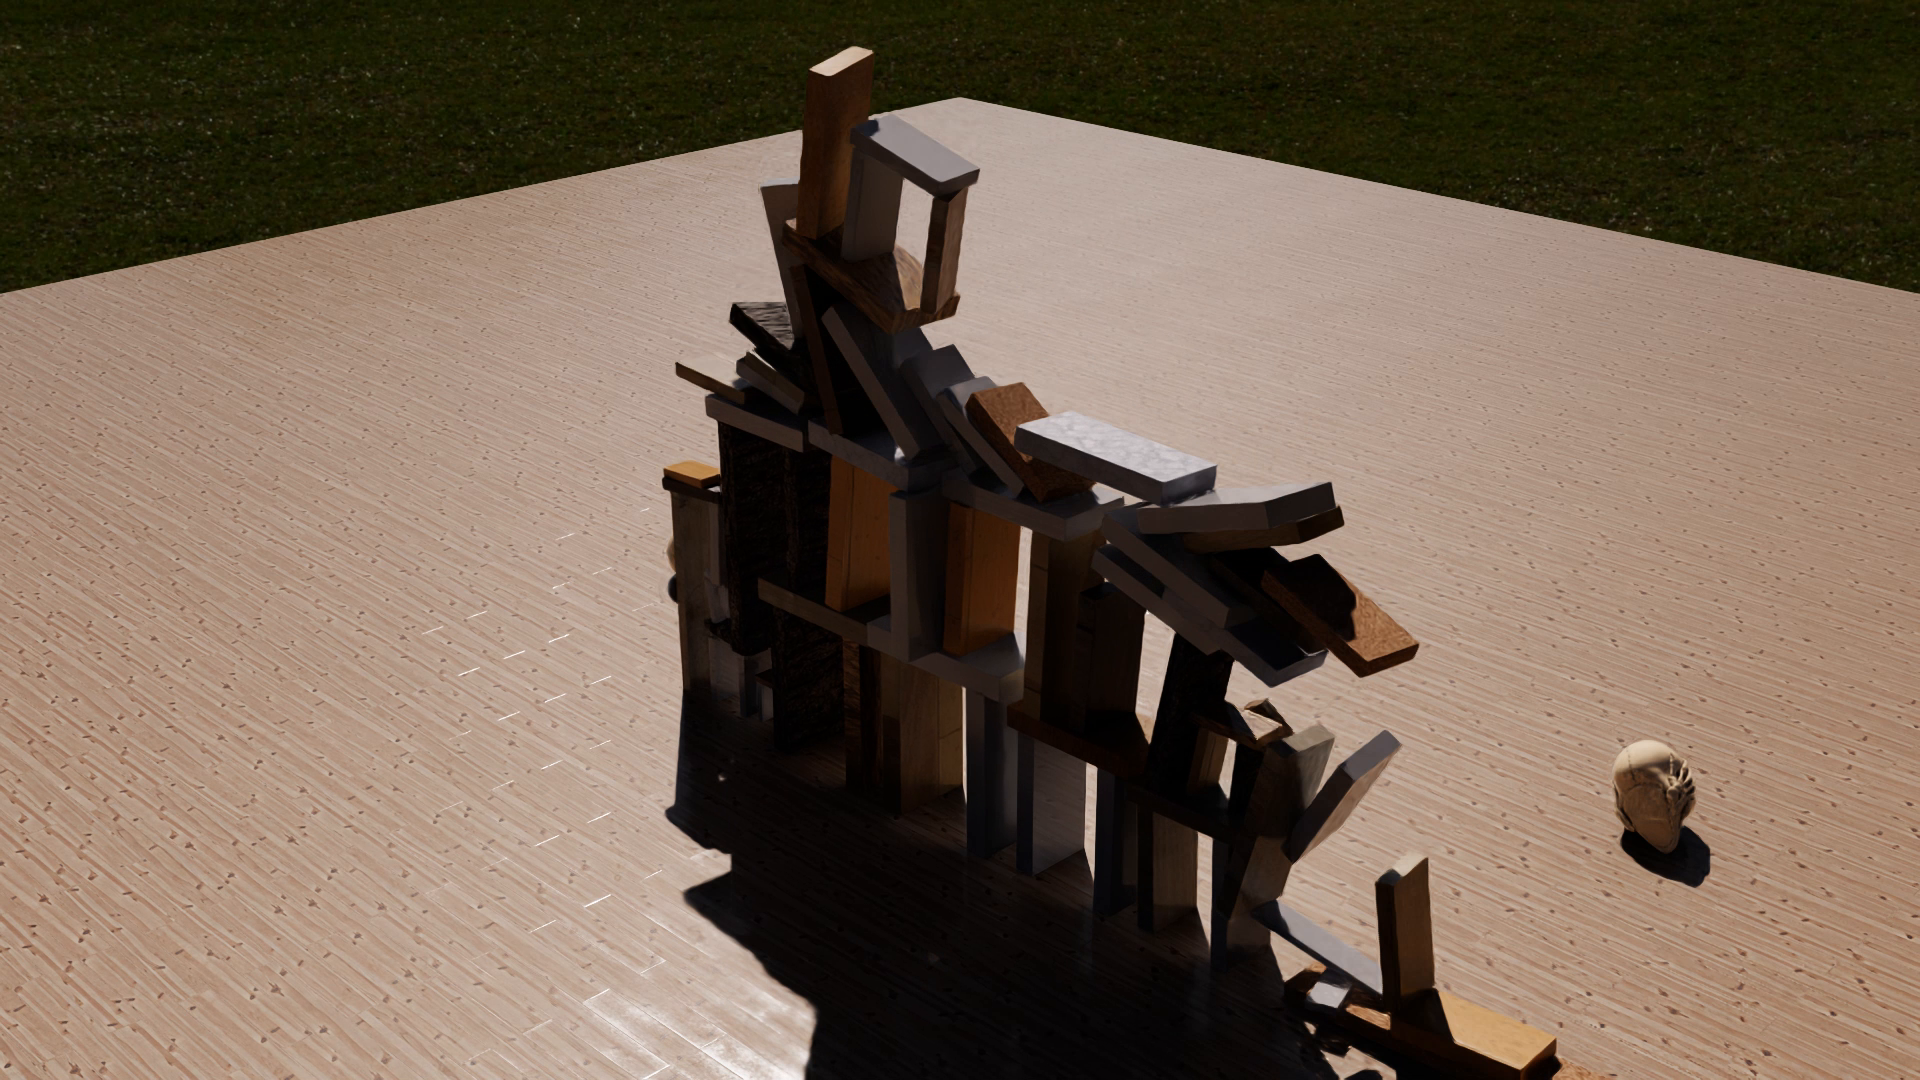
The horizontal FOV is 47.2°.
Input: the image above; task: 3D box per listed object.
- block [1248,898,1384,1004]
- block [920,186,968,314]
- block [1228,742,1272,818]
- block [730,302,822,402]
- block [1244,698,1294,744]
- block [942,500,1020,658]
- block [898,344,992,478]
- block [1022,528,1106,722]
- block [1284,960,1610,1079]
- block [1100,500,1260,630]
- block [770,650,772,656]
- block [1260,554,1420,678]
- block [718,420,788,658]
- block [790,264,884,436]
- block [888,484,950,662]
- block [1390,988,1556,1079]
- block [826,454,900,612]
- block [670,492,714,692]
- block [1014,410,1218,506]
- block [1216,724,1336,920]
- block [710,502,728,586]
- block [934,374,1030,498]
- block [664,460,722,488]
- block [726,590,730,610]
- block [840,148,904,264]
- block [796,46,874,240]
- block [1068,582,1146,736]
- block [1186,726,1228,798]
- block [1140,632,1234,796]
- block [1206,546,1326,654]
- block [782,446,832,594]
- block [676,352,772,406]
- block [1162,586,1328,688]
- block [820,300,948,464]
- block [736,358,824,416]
[{"bbox_3d":[0.650,0.721,3.853,0.316,0.016,0.058,31,41,33],"label":"block"},{"bbox_3d":[-0.029,-0.532,3.990,0.031,0.220,0.110,16,32,13],"label":"block"},{"bbox_3d":[0.508,0.408,3.849,0.074,0.148,0.021,-21,36,-39],"label":"block"},{"bbox_3d":[-0.295,-0.380,4.484,0.162,0.046,0.449,-5,30,-34],"label":"block"},{"bbox_3d":[0.555,0.332,3.884,0.016,0.115,0.058,-45,11,-29],"label":"block"},{"bbox_3d":[0.043,0.054,4.190,0.044,0.313,0.157,24,32,37],"label":"block"},{"bbox_3d":[0.001,-0.244,4.125,0.125,0.035,0.250,-22,74,-41],"label":"block"},{"bbox_3d":[0.194,0.138,4.073,0.157,0.376,0.044,-21,34,-40],"label":"block"},{"bbox_3d":[0.978,0.894,3.548,1.038,0.034,0.121,18,29,42],"label":"block"},{"bbox_3d":[0.405,0.033,3.787,0.157,0.044,0.314,-17,42,-36],"label":"block"},{"bbox_3d":[-0.434,0.284,5.036,0.071,0.020,0.141,-5,33,-12],"label":"block"},{"bbox_3d":[0.614,0.120,3.568,0.123,0.035,0.246,-15,45,-35],"label":"block"},{"bbox_3d":[-0.426,-0.019,4.687,0.155,0.525,0.044,-21,29,-40],"label":"block"},{"bbox_3d":[-0.212,-0.382,4.231,0.164,0.328,0.047,-19,10,-38],"label":"block"},{"bbox_3d":[-0.057,0.051,4.176,0.047,0.331,0.166,20,30,41],"label":"block"},{"bbox_3d":[0.851,0.823,3.651,0.241,0.034,0.121,16,28,39],"label":"block"},{"bbox_3d":[-0.186,-0.040,4.409,0.166,0.348,0.047,-21,36,-40],"label":"block"},{"bbox_3d":[-0.584,0.104,4.896,0.027,0.482,0.096,21,31,40],"label":"block"},{"bbox_3d":[0.272,-0.147,3.884,0.331,0.044,0.157,23,27,36],"label":"block"},{"bbox_3d":[0.543,0.489,3.795,0.132,0.363,0.037,-16,41,-37],"label":"block"},{"bbox_3d":[-0.495,-0.006,4.752,0.027,0.193,0.096,21,31,36],"label":"block"},{"bbox_3d":[0.077,-0.194,4.057,0.125,0.035,0.250,-22,62,-41],"label":"block"},{"bbox_3d":[-0.571,-0.142,4.752,0.071,0.020,0.141,-20,25,-37],"label":"block"},{"bbox_3d":[-0.480,0.151,4.807,0.050,0.101,0.014,-18,23,-38],"label":"block"},{"bbox_3d":[-0.159,-0.629,4.070,0.031,0.220,0.110,33,40,32],"label":"block"},{"bbox_3d":[-0.233,-0.738,4.092,0.046,0.324,0.162,21,36,20],"label":"block"},{"bbox_3d":[0.271,0.209,4.026,0.141,0.282,0.040,-20,35,-39],"label":"block"},{"bbox_3d":[0.444,0.381,3.911,0.021,0.148,0.074,30,36,32],"label":"block"},{"bbox_3d":[0.410,0.290,3.895,0.141,0.330,0.040,-22,43,-40],"label":"block"},{"bbox_3d":[0.540,0.093,3.654,0.123,0.035,0.246,-15,42,-38],"label":"block"},{"bbox_3d":[-0.282,-0.060,4.507,0.155,0.310,0.044,-18,29,-36],"label":"block"},{"bbox_3d":[-0.480,-0.338,4.611,0.109,0.031,0.259,-17,28,-36],"label":"block"},{"bbox_3d":[0.482,0.141,3.732,0.132,0.037,0.265,-19,46,-38],"label":"block"},{"bbox_3d":[-0.110,-0.314,4.155,0.164,0.047,0.328,-22,75,-41],"label":"block"},{"bbox_3d":[-0.350,-0.317,4.492,0.109,0.031,0.219,-11,34,-41],"label":"block"}]
